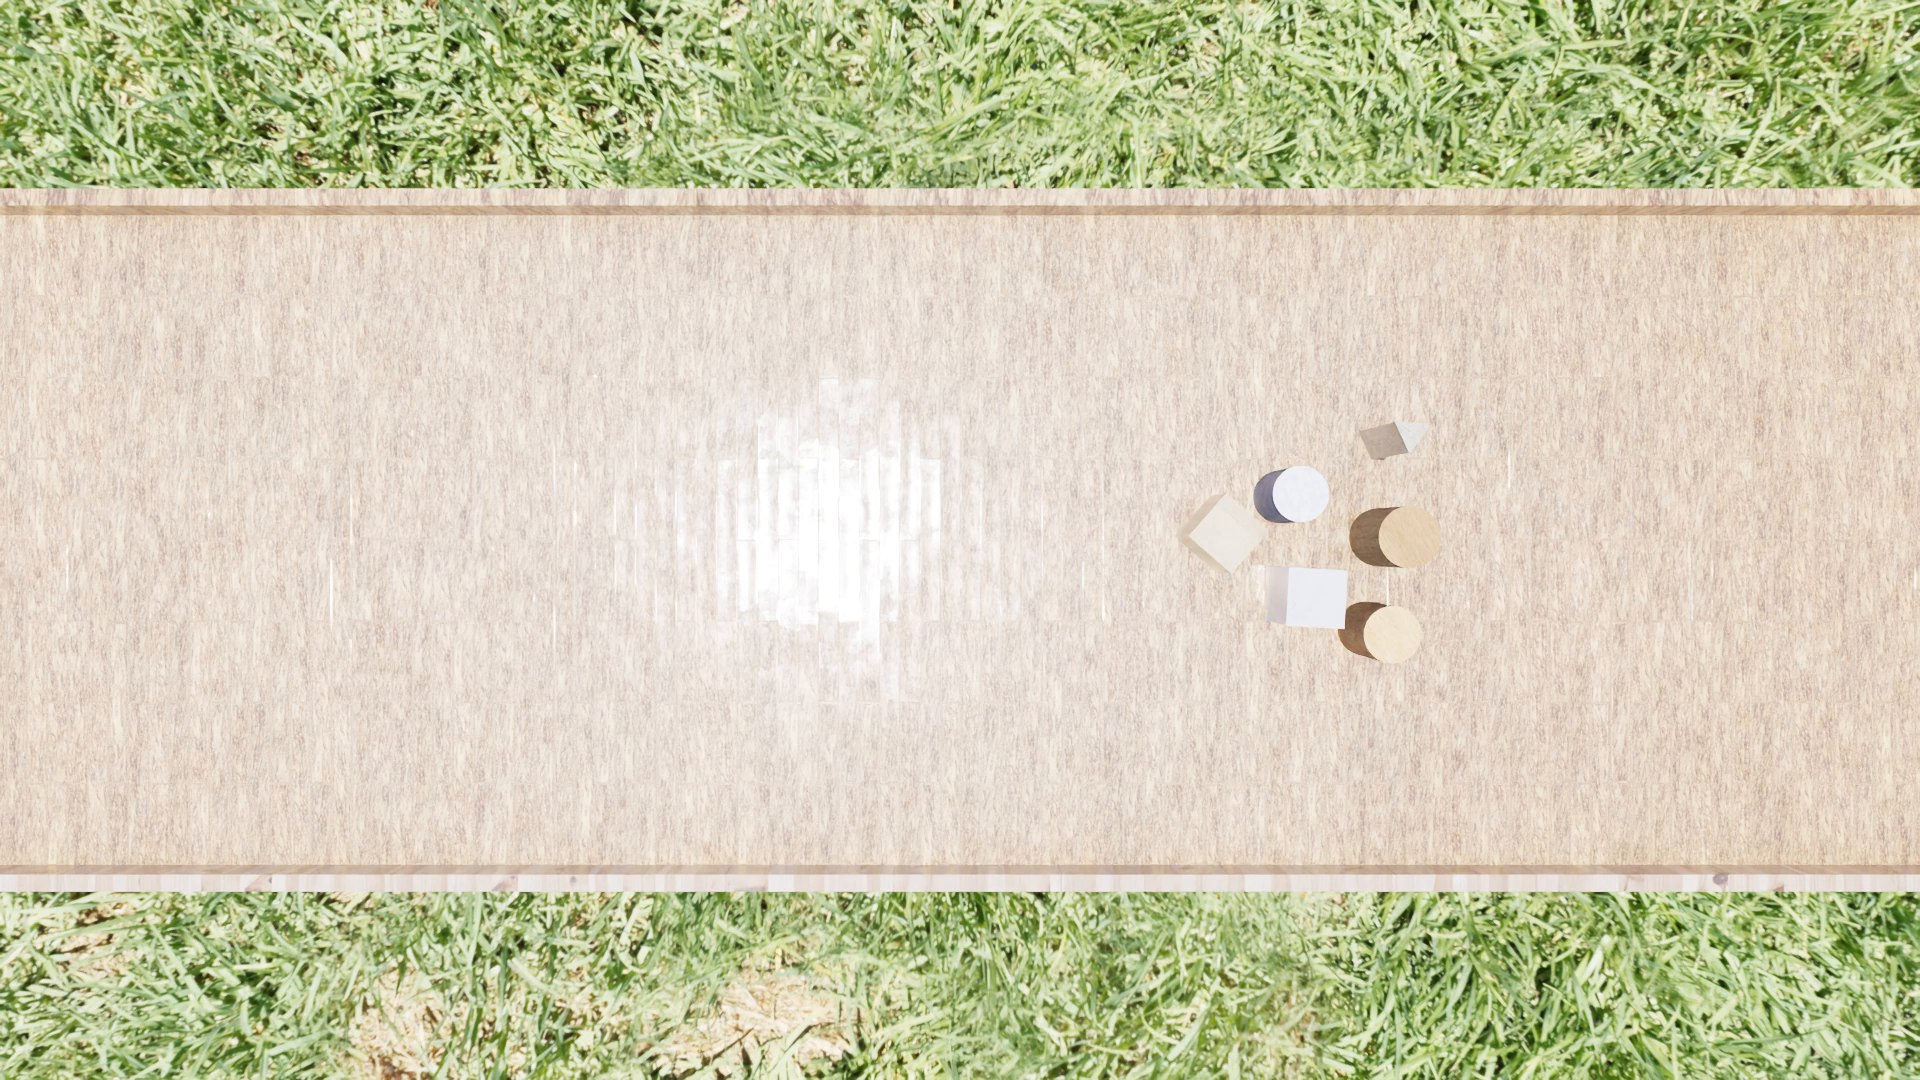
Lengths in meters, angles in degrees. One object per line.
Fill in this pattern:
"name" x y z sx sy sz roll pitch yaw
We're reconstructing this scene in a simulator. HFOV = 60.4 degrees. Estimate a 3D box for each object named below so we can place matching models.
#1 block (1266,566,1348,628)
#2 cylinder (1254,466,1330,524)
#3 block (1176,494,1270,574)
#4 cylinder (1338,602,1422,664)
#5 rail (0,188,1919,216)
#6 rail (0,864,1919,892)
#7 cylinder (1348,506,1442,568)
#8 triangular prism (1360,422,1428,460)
"block" 1.031 0.168 4.920 0.169 0.312 0.169 3 90 0
"cylinder" 0.983 -0.133 4.916 0.163 0.321 0.163 0 90 0
"block" 0.777 -0.019 4.919 0.165 0.315 0.165 41 90 0
"cylinder" 1.244 0.272 4.910 0.165 0.333 0.165 0 90 0
"rail" -2.247 -1.025 5.002 12.000 0.150 0.050 0 90 0
"rail" -2.247 1.025 5.001 12.000 0.150 0.050 0 90 0
"cylinder" 1.286 -0.008 4.896 0.178 0.361 0.178 0 90 0
"triangular prism" 1.263 -0.309 4.865 0.082 0.424 0.094 35 90 0
